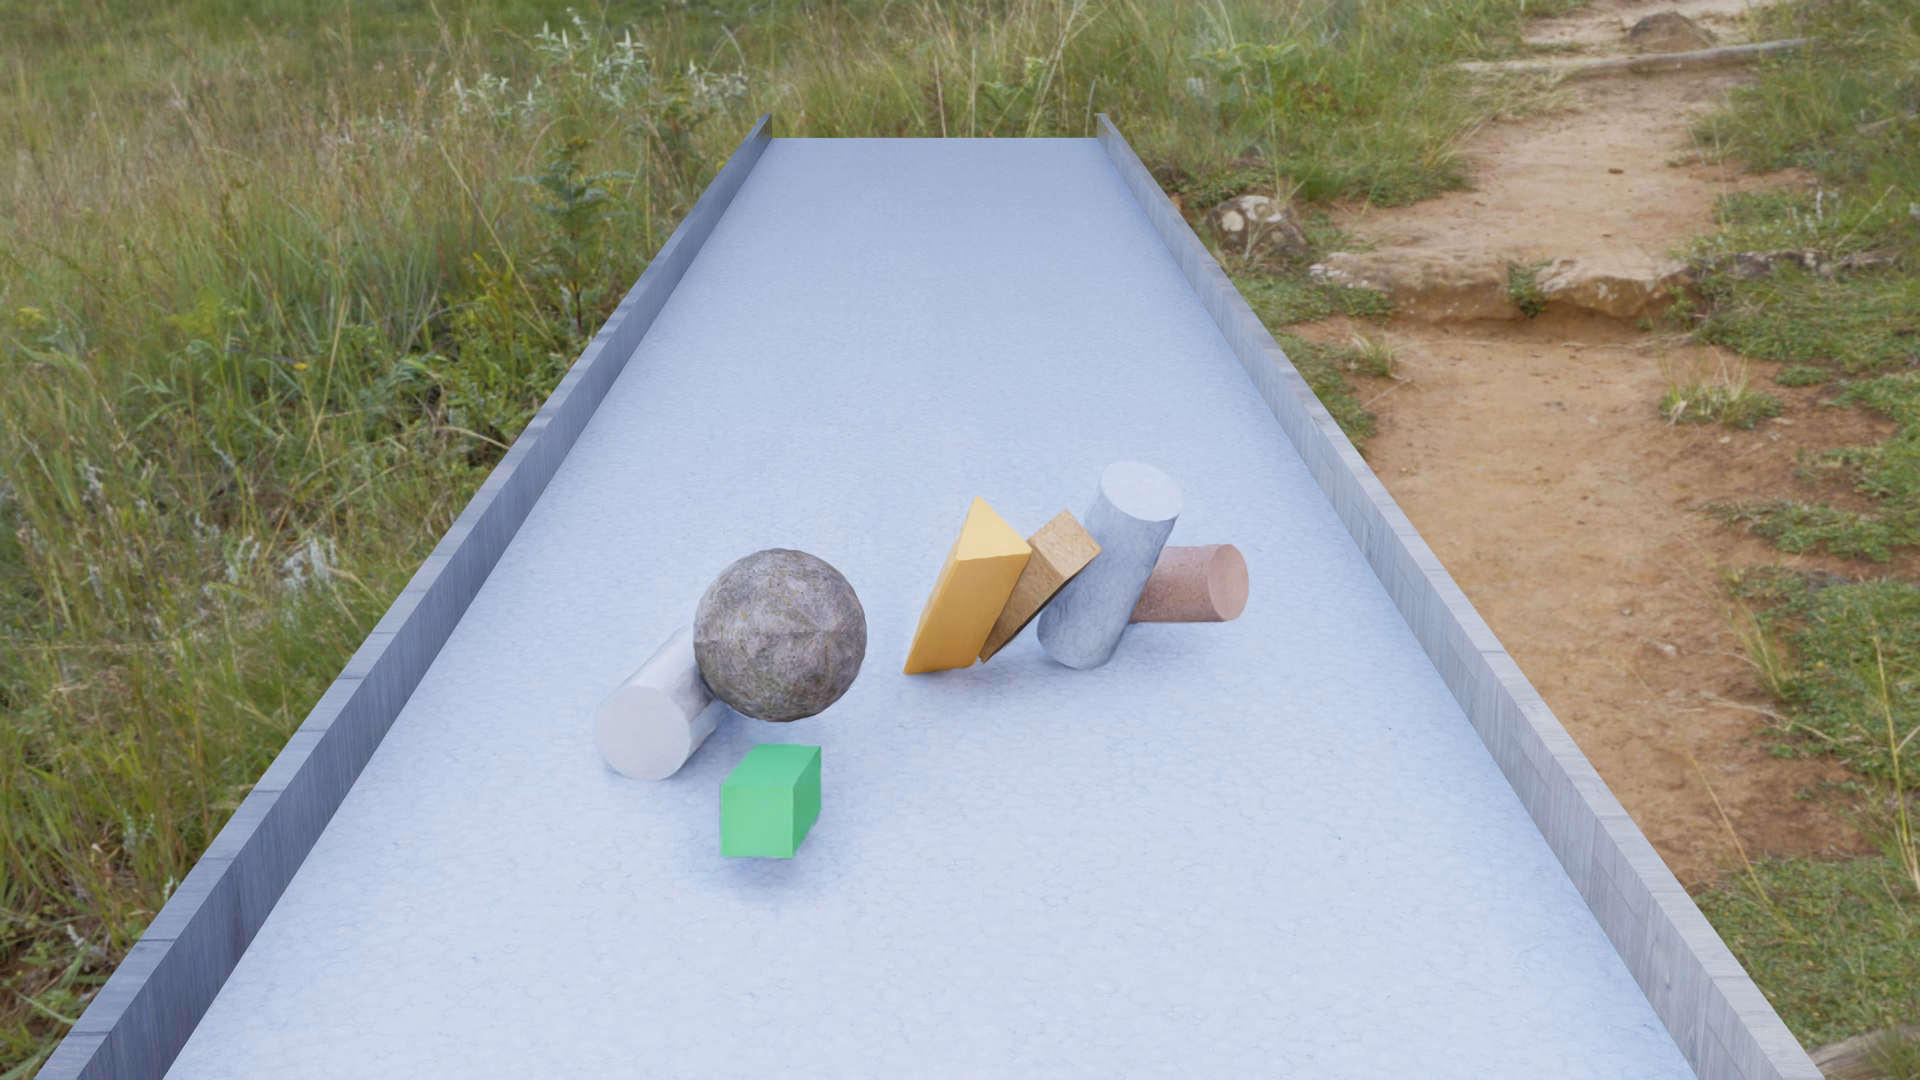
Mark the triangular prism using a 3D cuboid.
[{"bbox_3d":[-0.005,0.087,4.202,0.147,0.446,0.127,-6,61,-19],"label":"triangular prism"}]

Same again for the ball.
[{"bbox_3d":[-0.317,0.168,3.872,0.306,0.306,0.306,0,17,0],"label":"ball"}]

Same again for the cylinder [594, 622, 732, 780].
[{"bbox_3d":[-0.512,0.286,3.956,0.177,0.177,0.344,4,17,12],"label":"cylinder"}]

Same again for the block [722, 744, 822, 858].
[{"bbox_3d":[-0.297,0.411,3.507,0.108,0.108,0.391,1,4,3],"label":"block"}]

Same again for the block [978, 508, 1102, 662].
[{"bbox_3d":[0.122,0.094,4.228,0.103,0.103,0.457,-38,-6,-29],"label":"block"}]

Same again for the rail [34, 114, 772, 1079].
[{"bbox_3d":[-1.118,-0.838,7.780,0.050,0.150,12.000,0,17,-1],"label":"rail"}]

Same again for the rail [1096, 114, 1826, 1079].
[{"bbox_3d":[0.932,-0.844,7.801,0.050,0.150,12.000,0,17,-1],"label":"rail"}]

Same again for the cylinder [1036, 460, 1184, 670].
[{"bbox_3d":[0.287,0.052,4.277,0.164,0.417,0.164,11,42,-11],"label":"cylinder"}]

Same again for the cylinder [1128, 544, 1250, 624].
[{"bbox_3d":[0.388,0.093,4.504,0.382,0.154,0.154,-3,11,39],"label":"cylinder"}]
